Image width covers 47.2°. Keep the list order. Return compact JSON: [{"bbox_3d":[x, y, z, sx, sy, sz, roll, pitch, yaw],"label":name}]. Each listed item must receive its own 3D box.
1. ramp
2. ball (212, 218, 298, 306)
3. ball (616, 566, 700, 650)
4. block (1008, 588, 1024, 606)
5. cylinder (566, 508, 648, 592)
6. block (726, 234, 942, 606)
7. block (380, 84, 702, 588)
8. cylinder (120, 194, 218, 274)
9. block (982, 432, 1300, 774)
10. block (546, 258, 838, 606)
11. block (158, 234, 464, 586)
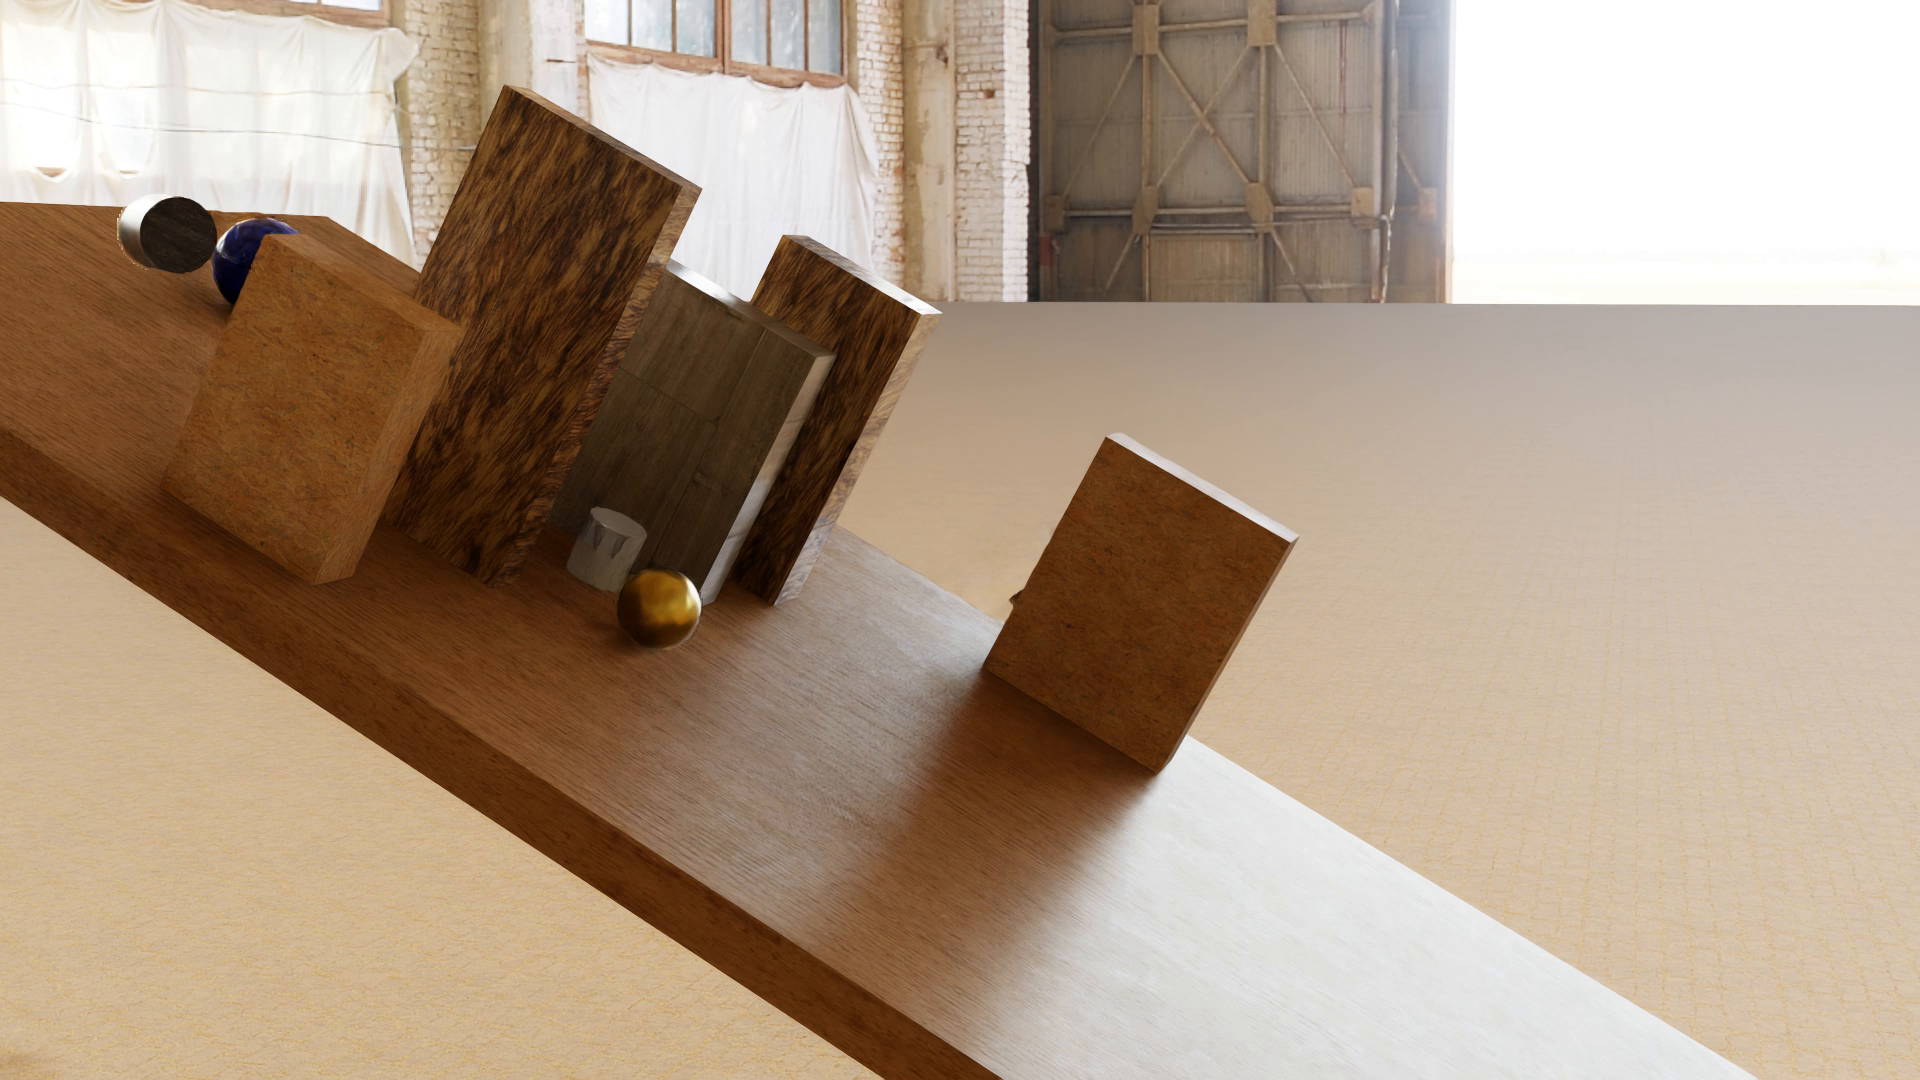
[{"bbox_3d":[-0.213,0.353,4.143,4.000,0.100,2.000,31,14,12],"label":"ramp"},{"bbox_3d":[-1.421,-0.557,4.484,0.199,0.199,0.199,0,7,0],"label":"ball"},{"bbox_3d":[-0.530,0.120,3.868,0.146,0.146,0.146,0,7,0],"label":"ball"},{"bbox_3d":[0.256,0.156,4.985,0.182,0.182,0.182,-36,-10,14],"label":"block"},{"bbox_3d":[-0.654,0.017,4.066,0.114,0.114,0.114,26,14,-7],"label":"cylinder"},{"bbox_3d":[-0.342,-0.241,4.427,0.326,0.664,0.134,31,14,12],"label":"block"},{"bbox_3d":[-0.770,-0.343,3.766,0.364,0.772,0.084,31,14,12],"label":"block"},{"bbox_3d":[-1.513,-0.586,4.200,0.144,0.144,0.144,-5,12,-35],"label":"cylinder"},{"bbox_3d":[0.380,0.130,4.661,0.441,0.567,0.136,31,14,12],"label":"block"},{"bbox_3d":[-0.537,-0.207,4.187,0.396,0.545,0.112,31,14,12],"label":"block"},{"bbox_3d":[-1.026,-0.207,3.468,0.314,0.452,0.111,31,14,12],"label":"block"}]
